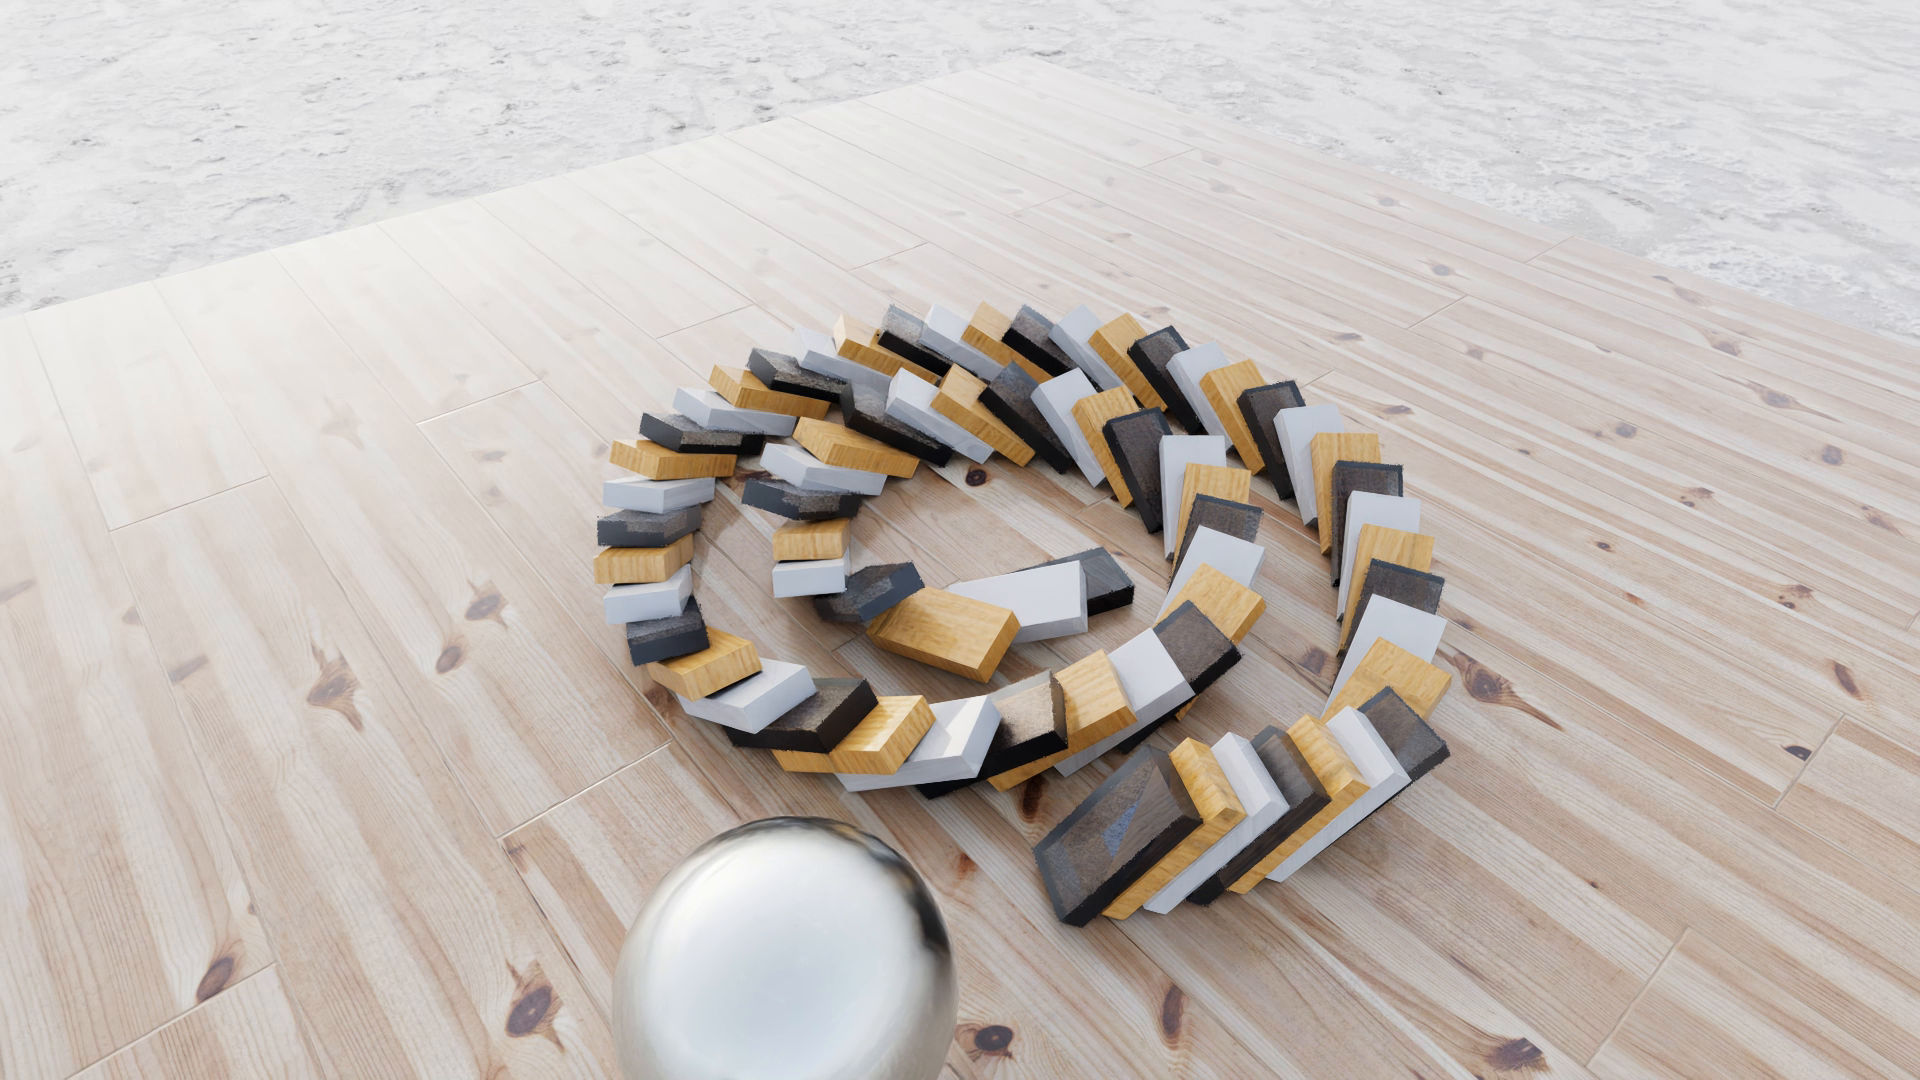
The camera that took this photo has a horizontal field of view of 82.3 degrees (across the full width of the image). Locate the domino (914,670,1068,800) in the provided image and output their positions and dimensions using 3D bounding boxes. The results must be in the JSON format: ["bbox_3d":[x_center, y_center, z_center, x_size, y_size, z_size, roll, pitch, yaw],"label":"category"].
[{"bbox_3d":[0.009,0.062,0.349,0.050,0.010,0.025,-25,35,19],"label":"domino"}]

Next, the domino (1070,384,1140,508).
[{"bbox_3d":[0.071,-0.041,0.474,0.025,0.009,0.050,-20,74,-23],"label":"domino"}]

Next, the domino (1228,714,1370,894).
[{"bbox_3d":[0.092,0.077,0.321,0.009,0.050,0.025,27,25,-35],"label":"domino"}]

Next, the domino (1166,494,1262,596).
[{"bbox_3d":[0.095,0.009,0.413,0.025,0.010,0.050,14,72,17],"label":"domino"}]

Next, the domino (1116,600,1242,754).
[{"bbox_3d":[0.066,0.046,0.369,0.050,0.009,0.025,-40,47,1],"label":"domino"}]

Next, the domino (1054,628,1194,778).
[{"bbox_3d":[0.049,0.053,0.360,0.050,0.009,0.025,-34,42,7],"label":"domino"}]

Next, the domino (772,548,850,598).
[{"bbox_3d":[-0.054,0.011,0.409,0.025,0.009,0.050,-5,8,-3],"label":"domino"}]

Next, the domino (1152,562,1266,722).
[{"bbox_3d":[0.080,0.035,0.381,0.025,0.010,0.050,34,82,35],"label":"domino"}]

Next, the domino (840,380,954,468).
[{"bbox_3d":[-0.028,-0.051,0.486,0.050,0.009,0.025,21,31,-28],"label":"domino"}]

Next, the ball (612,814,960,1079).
[{"bbox_3d":[-0.040,0.106,0.259,0.080,0.080,0.080,0,39,0],"label":"ball"}]

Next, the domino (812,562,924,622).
[{"bbox_3d":[-0.034,0.019,0.395,0.025,0.009,0.050,-30,9,-21],"label":"domino"}]

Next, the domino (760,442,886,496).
[{"bbox_3d":[-0.056,-0.029,0.459,0.025,0.009,0.050,30,15,32],"label":"domino"}]

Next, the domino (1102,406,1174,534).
[{"bbox_3d":[0.081,-0.030,0.461,0.025,0.009,0.050,-16,73,-19],"label":"domino"}]

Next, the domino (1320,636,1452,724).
[{"bbox_3d":[0.132,0.058,0.353,0.025,0.010,0.050,32,79,33],"label":"domino"}]

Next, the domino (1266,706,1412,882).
[{"bbox_3d":[0.104,0.075,0.324,0.010,0.050,0.025,27,27,-35],"label":"domino"}]

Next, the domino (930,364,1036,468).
[{"bbox_3d":[0.013,-0.056,0.492,0.050,0.010,0.025,33,40,-10],"label":"domino"}]

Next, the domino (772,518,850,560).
[{"bbox_3d":[-0.056,-0.001,0.425,0.025,0.009,0.050,-2,8,-2],"label":"domino"}]

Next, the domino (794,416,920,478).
[{"bbox_3d":[-0.044,-0.039,0.472,0.050,0.009,0.025,7,25,-47],"label":"domino"}]

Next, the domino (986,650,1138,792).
[{"bbox_3d":[0.030,0.058,0.354,0.050,0.009,0.025,-30,39,11],"label":"domino"}]

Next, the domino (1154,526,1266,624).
[{"bbox_3d":[0.089,0.022,0.398,0.025,0.009,0.050,21,75,24],"label":"domino"}]

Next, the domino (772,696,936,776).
[{"bbox_3d":[-0.034,0.062,0.349,0.050,0.009,0.025,-9,29,41],"label":"domino"}]

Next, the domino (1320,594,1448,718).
[{"bbox_3d":[0.142,0.046,0.369,0.025,0.009,0.050,21,73,24],"label":"domino"}]

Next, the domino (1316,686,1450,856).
[{"bbox_3d":[0.121,0.070,0.338,0.050,0.009,0.025,-38,47,4],"label":"domino"}]

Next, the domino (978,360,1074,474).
[{"bbox_3d":[0.034,-0.055,0.490,0.050,0.009,0.025,42,47,-2],"label":"domino"}]

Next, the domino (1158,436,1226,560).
[{"bbox_3d":[0.095,-0.017,0.445,0.025,0.010,0.050,0,71,0],"label":"domino"}]

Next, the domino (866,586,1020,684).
[{"bbox_3d":[-0.006,0.032,0.391,0.050,0.009,0.025,14,59,35],"label":"domino"}]

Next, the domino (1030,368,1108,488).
[{"bbox_3d":[0.056,-0.050,0.485,0.025,0.010,0.050,-28,78,-31],"label":"domino"}]

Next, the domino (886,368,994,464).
[{"bbox_3d":[-0.008,-0.055,0.491,0.050,0.009,0.025,27,35,-18],"label":"domino"}]

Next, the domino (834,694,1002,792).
[{"bbox_3d":[-0.014,0.064,0.346,0.050,0.009,0.025,-15,30,33],"label":"domino"}]

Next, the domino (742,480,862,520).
[{"bbox_3d":[-0.063,-0.017,0.443,0.025,0.010,0.050,17,9,20],"label":"domino"}]

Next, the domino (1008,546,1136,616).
[{"bbox_3d":[0.038,0.020,0.419,0.050,0.010,0.025,-15,42,-18],"label":"domino"}]

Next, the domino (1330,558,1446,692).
[{"bbox_3d":[0.149,0.034,0.384,0.025,0.009,0.050,17,71,20],"label":"domino"}]

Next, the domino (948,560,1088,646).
[{"bbox_3d":[0.020,0.025,0.397,0.050,0.009,0.025,-12,47,17],"label":"domino"}]

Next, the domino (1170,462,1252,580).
[{"bbox_3d":[0.098,-0.004,0.429,0.025,0.010,0.050,8,71,9],"label":"domino"}]
